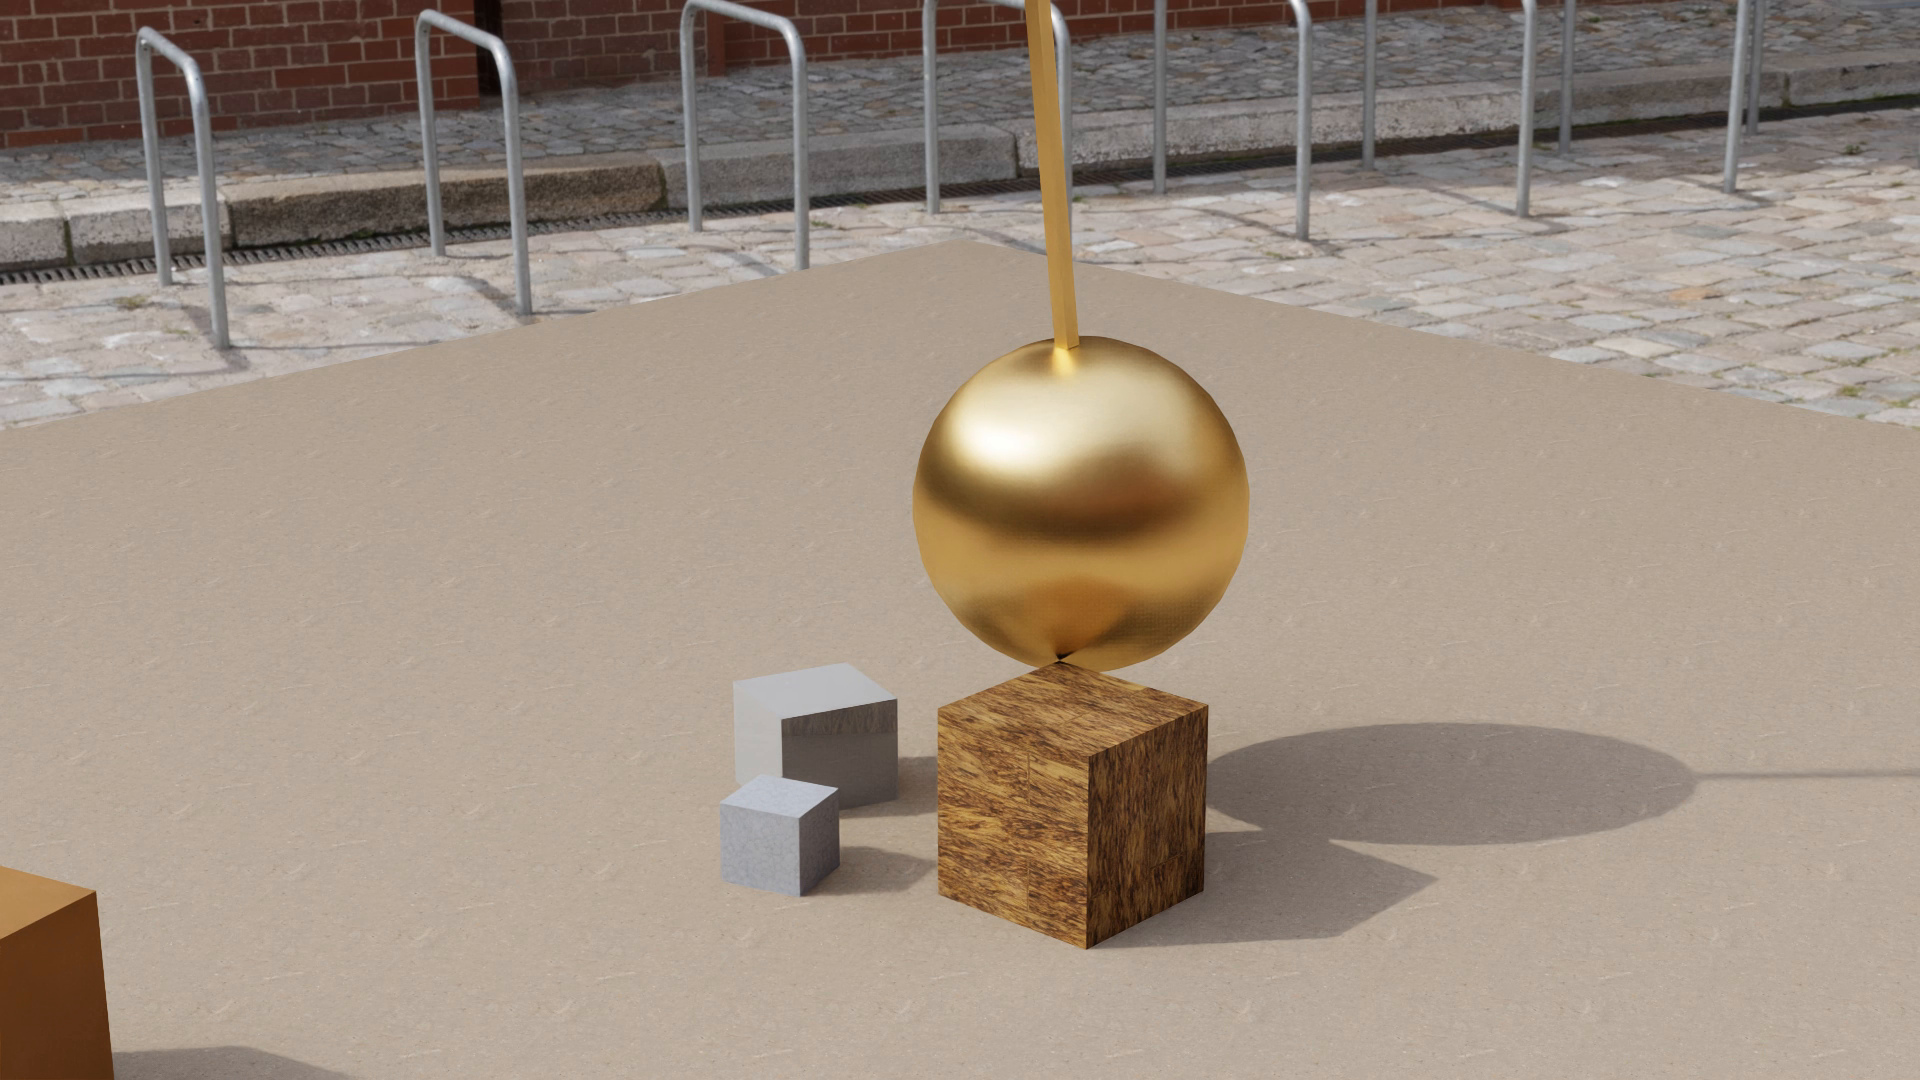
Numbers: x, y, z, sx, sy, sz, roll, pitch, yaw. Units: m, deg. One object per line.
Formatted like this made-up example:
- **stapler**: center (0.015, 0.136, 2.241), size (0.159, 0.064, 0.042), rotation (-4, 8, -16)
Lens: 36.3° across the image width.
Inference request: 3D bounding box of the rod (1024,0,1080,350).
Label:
- **rod**: center (0.248, -3.284, 12.570), size (0.080, 5.200, 0.080), rotation (17, 32, 42)

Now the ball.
- **ball**: center (0.572, -0.168, 13.889), size (1.600, 1.600, 1.600), rotation (0, 17, 0)

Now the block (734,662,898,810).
- **block**: center (-0.707, 0.980, 14.353), size (0.613, 0.524, 0.582), rotation (-9, 19, -26)

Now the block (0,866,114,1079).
- **block**: center (-3.837, 1.810, 11.032), size (0.883, 0.931, 0.824), rotation (9, 20, 27)

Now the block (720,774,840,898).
- **block**: center (-0.823, 1.348, 13.410), size (0.409, 0.386, 0.386), rotation (8, 19, 24)

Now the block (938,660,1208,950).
- **block**: center (0.502, 1.167, 13.135), size (0.866, 0.898, 0.836), rotation (15, 23, 40)
